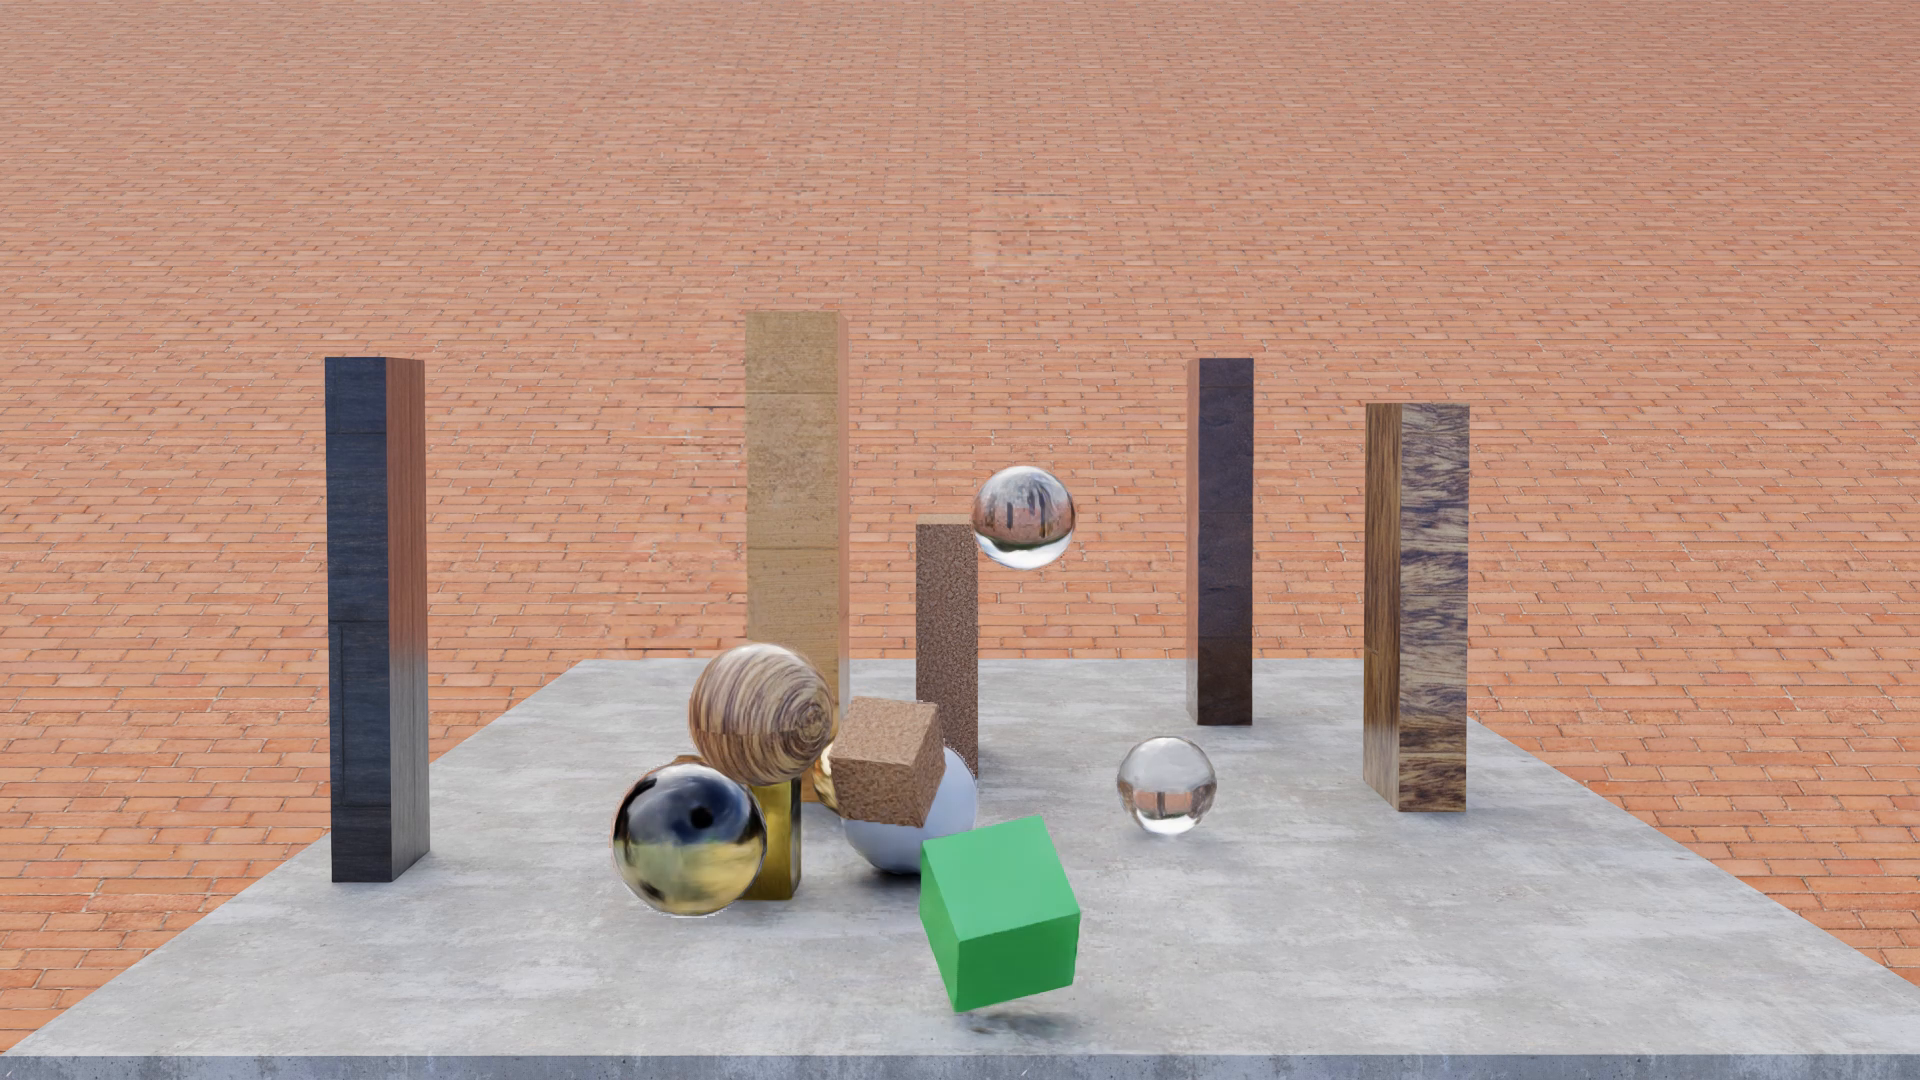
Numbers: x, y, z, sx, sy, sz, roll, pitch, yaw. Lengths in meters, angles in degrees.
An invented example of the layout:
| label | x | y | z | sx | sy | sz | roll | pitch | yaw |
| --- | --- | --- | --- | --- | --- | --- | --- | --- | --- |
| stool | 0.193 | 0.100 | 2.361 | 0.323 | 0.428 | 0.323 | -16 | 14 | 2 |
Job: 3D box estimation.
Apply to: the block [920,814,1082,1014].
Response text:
| label | x | y | z | sx | sy | sz | roll | pitch | yaw |
| --- | --- | --- | --- | --- | --- | --- | --- | --- | --- |
| block | 0.040 | 0.392 | 2.700 | 0.131 | 0.131 | 0.131 | -11 | 48 | -13 |

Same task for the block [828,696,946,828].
| label | x | y | z | sx | sy | sz | roll | pitch | yaw |
| --- | --- | --- | --- | --- | --- | --- | --- | --- | --- |
| block | -0.094 | 0.290 | 3.365 | 0.114 | 0.114 | 0.114 | 5 | 41 | 16 |

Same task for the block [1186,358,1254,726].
| label | x | y | z | sx | sy | sz | roll | pitch | yaw |
| --- | --- | --- | --- | --- | --- | --- | --- | --- | --- |
| block | 0.531 | -0.002 | 5.275 | 0.109 | 0.735 | 0.263 | 0 | 3 | 0 |

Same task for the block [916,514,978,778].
| label | x | y | z | sx | sy | sz | roll | pitch | yaw |
| --- | --- | --- | --- | --- | --- | --- | --- | --- | --- |
| block | -0.023 | 0.181 | 4.619 | 0.107 | 0.438 | 0.410 | 0 | 3 | 0 |

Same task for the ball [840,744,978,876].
| label | x | y | z | sx | sy | sz | roll | pitch | yaw |
| --- | --- | --- | --- | --- | --- | --- | --- | --- | --- |
| ball | -0.070 | 0.362 | 3.513 | 0.190 | 0.190 | 0.190 | 0 | 22 | 0 |

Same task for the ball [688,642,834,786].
| label | x | y | z | sx | sy | sz | roll | pitch | yaw |
| --- | --- | --- | --- | --- | --- | --- | --- | --- | --- |
| ball | -0.228 | 0.199 | 2.953 | 0.166 | 0.166 | 0.166 | 0 | 22 | 0 |

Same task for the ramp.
| label | x | y | z | sx | sy | sz | roll | pitch | yaw |
| --- | --- | --- | --- | --- | --- | --- | --- | --- | --- |
| ramp | 0.050 | 0.455 | 4.532 | 2.000 | 0.100 | 4.000 | 0 | 3 | 0 |

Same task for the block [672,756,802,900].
| label | x | y | z | sx | sy | sz | roll | pitch | yaw |
| --- | --- | --- | --- | --- | --- | --- | --- | --- | --- |
| block | -0.300 | 0.379 | 3.406 | 0.167 | 0.167 | 0.167 | 0 | 3 | 1 |

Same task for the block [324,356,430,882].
| label | x | y | z | sx | sy | sz | roll | pitch | yaw |
| --- | --- | --- | --- | --- | --- | --- | --- | --- | --- |
| block | -0.805 | 0.102 | 3.564 | 0.081 | 0.705 | 0.251 | 0 | 3 | 0 |

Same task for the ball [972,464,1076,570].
| label | x | y | z | sx | sy | sz | roll | pitch | yaw |
| --- | --- | --- | --- | --- | --- | --- | --- | --- | --- |
| ball | 0.075 | -0.026 | 2.998 | 0.122 | 0.122 | 0.122 | 0 | 22 | 0 |

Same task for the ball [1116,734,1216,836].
| label | x | y | z | sx | sy | sz | roll | pitch | yaw |
| --- | --- | --- | --- | --- | --- | --- | --- | --- | --- |
| ball | 0.308 | 0.366 | 3.836 | 0.149 | 0.149 | 0.149 | 0 | 22 | 0 |

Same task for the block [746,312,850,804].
| label | x | y | z | sx | sy | sz | roll | pitch | yaw |
| --- | --- | --- | --- | --- | --- | --- | --- | --- | --- |
| block | -0.269 | 0.019 | 4.341 | 0.147 | 0.791 | 0.426 | 0 | 3 | 0 |

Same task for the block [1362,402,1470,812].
| label | x | y | z | sx | sy | sz | roll | pitch | yaw |
| --- | --- | --- | --- | --- | --- | --- | --- | --- | --- |
| block | 0.744 | 0.098 | 4.214 | 0.106 | 0.644 | 0.356 | 0 | 3 | 0 |

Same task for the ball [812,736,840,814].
| label | x | y | z | sx | sy | sz | roll | pitch | yaw |
| --- | --- | --- | --- | --- | --- | --- | --- | --- | --- |
| ball | -0.164 | 0.365 | 4.004 | 0.134 | 0.134 | 0.134 | 0 | 22 | 0 |

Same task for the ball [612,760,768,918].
| label | x | y | z | sx | sy | sz | roll | pitch | yaw |
| --- | --- | --- | --- | --- | --- | --- | --- | --- | --- |
| ball | -0.337 | 0.372 | 3.208 | 0.194 | 0.194 | 0.194 | 0 | 22 | 0 |
